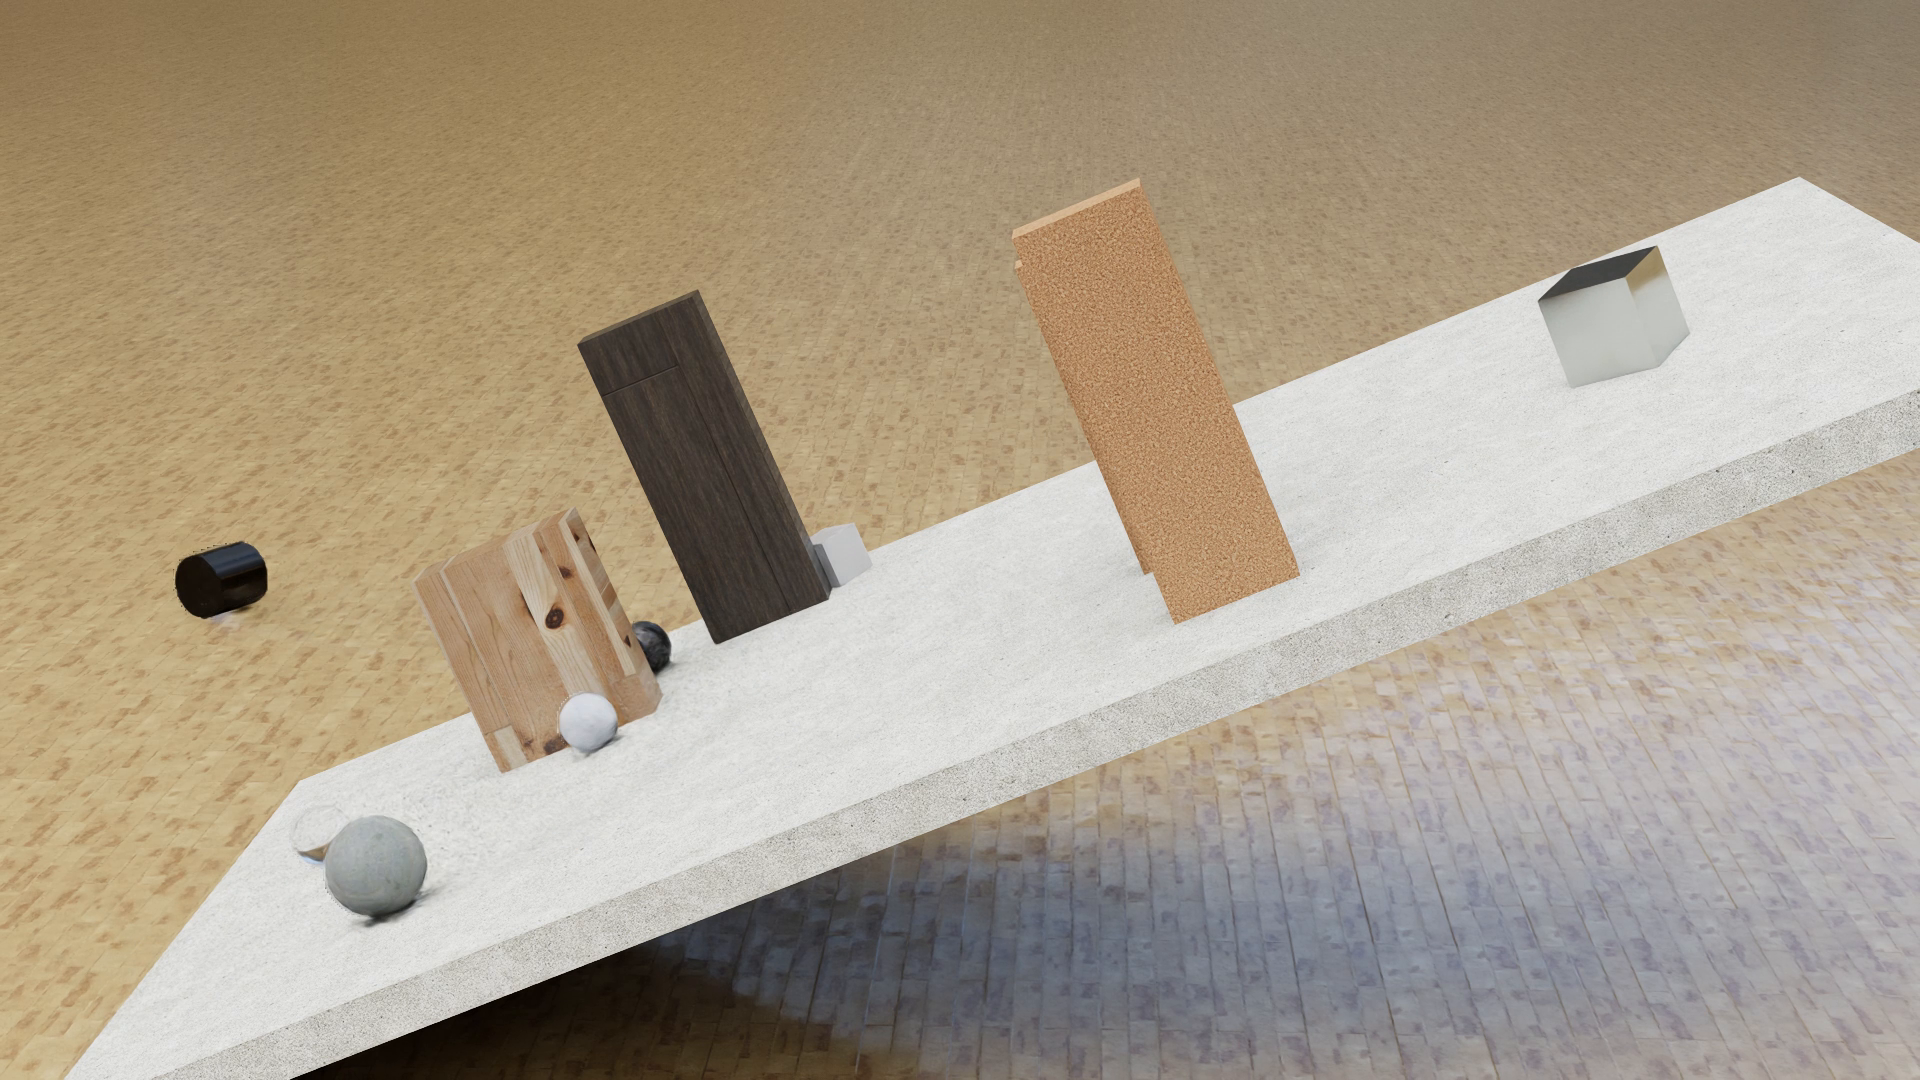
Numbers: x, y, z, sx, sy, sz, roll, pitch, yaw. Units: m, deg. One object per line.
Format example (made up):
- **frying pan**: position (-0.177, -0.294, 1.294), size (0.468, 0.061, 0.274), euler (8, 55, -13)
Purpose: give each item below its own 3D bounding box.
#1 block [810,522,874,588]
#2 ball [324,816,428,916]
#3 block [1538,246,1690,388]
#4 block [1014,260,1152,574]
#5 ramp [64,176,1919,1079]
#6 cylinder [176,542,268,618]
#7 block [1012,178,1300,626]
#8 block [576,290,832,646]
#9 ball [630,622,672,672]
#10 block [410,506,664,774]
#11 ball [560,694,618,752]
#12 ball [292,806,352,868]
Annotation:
- **block**: position (-0.309, 0.042, 7.125), size (0.116, 0.116, 0.116), euler (-9, 19, 48)
- **ball**: position (-1.178, 0.658, 5.931), size (0.203, 0.203, 0.203), euler (0, 14, 0)
- **block**: position (1.336, -0.456, 6.008), size (0.197, 0.197, 0.197), euler (-14, 16, 38)
- **block**: position (0.367, -0.295, 5.970), size (0.264, 0.684, 0.097), euler (-22, 12, 8)
- **ramp**: position (0.128, 0.172, 6.287), size (4.000, 0.100, 2.000), euler (-22, 12, 8)
- **cylinder**: position (-2.351, 0.127, 9.367), size (0.204, 0.204, 0.204), euler (9, 17, 30)
- **block**: position (0.371, -0.257, 5.536), size (0.255, 0.799, 0.116), euler (-22, 12, 8)
- **block**: position (-0.600, -0.169, 6.969), size (0.297, 0.789, 0.103), euler (-22, 12, 8)
- **ball**: position (-0.752, 0.257, 7.003), size (0.129, 0.129, 0.129), euler (0, 14, 0)
- **block**: position (-0.957, 0.228, 6.670), size (0.387, 0.484, 0.131), euler (-22, 12, 8)
- **ball**: position (-0.824, 0.404, 6.521), size (0.129, 0.129, 0.129), euler (0, 14, 0)
- **ball**: position (-1.408, 0.657, 6.509), size (0.137, 0.137, 0.137), euler (0, 14, 0)
